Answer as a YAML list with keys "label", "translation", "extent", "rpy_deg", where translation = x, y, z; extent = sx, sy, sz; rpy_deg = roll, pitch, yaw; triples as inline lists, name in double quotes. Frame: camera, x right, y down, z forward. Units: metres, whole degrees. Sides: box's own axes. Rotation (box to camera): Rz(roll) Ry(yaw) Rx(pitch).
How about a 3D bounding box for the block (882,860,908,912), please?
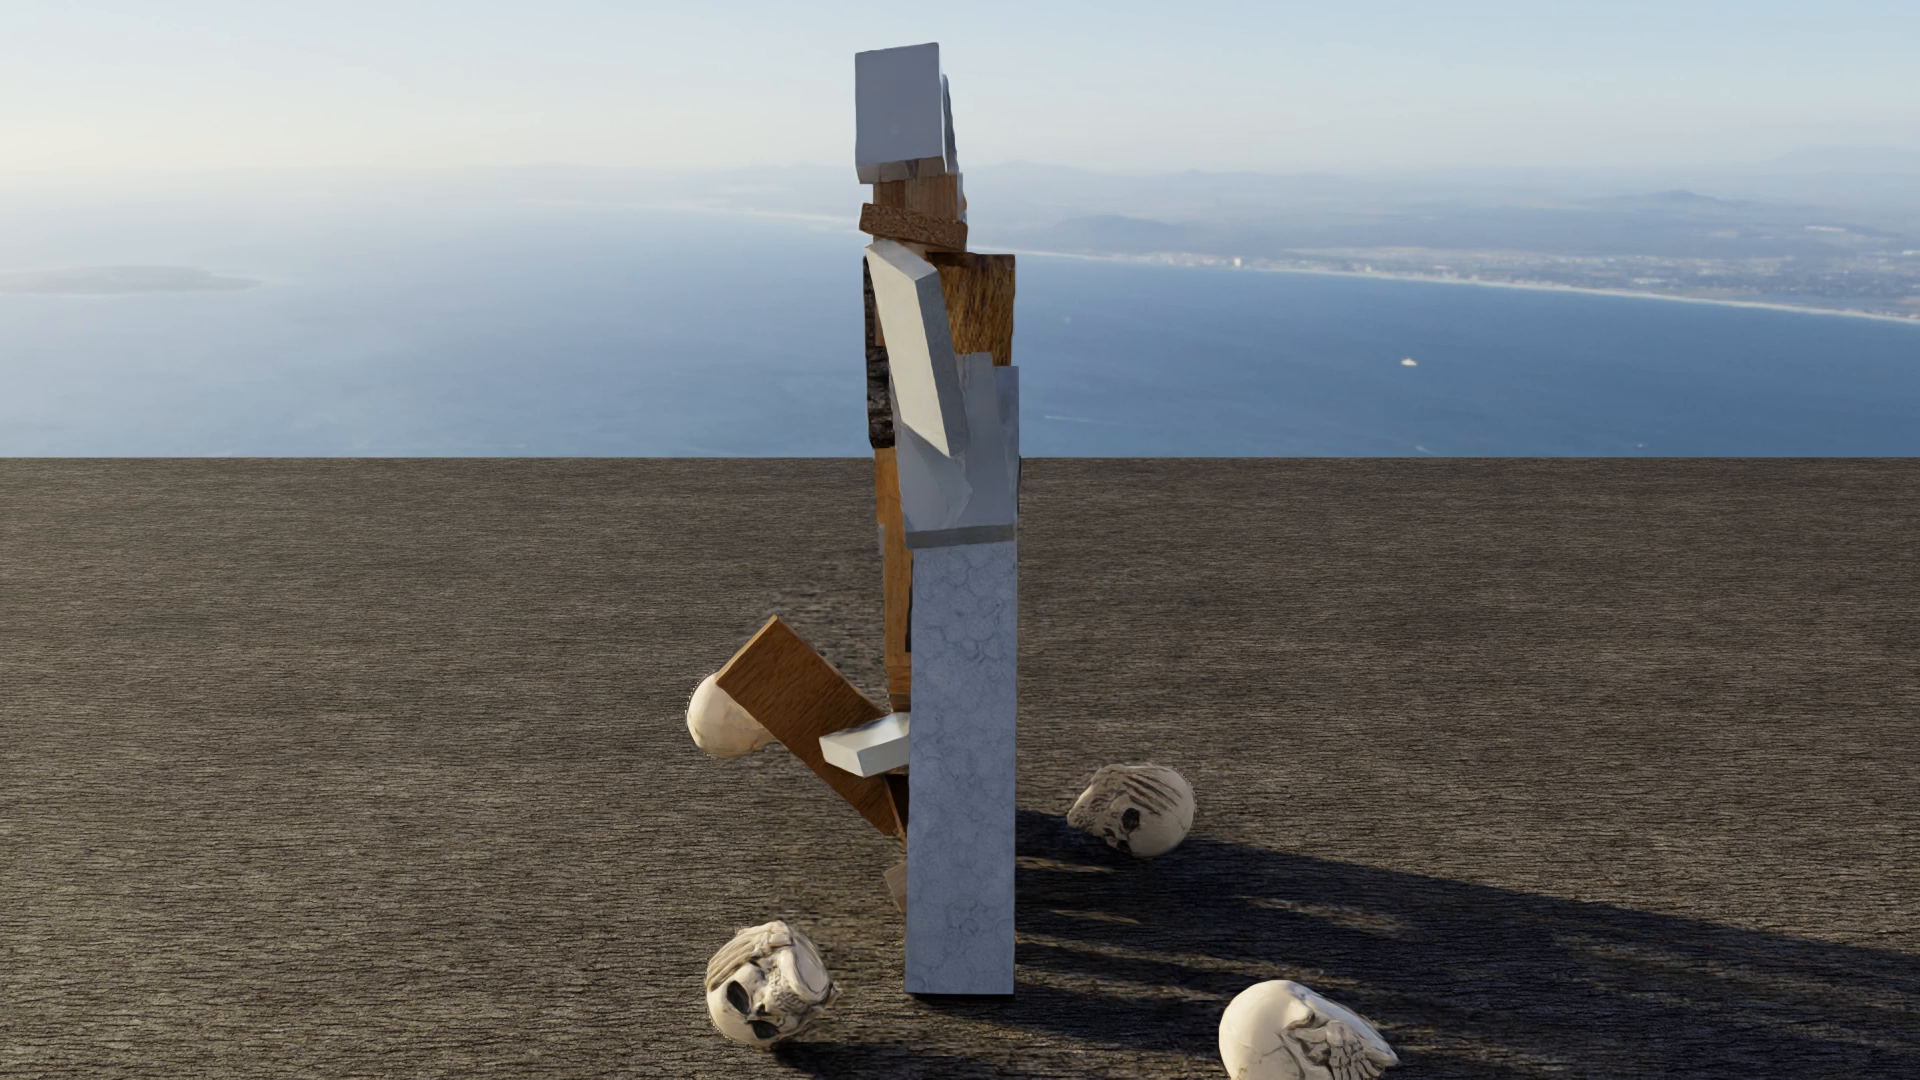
- label: "block"
  translation: [-0.045, 0.514, 3.386]
  extent: [0.133, 0.067, 0.019]
  rpy_deg: [-24, 1, -12]

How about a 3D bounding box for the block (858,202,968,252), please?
- label: "block"
  translation: [-0.065, -0.458, 3.231]
  extent: [0.138, 0.039, 0.275]
  rpy_deg: [11, 7, 2]

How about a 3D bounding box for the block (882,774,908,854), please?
- label: "block"
  translation: [-0.032, 0.482, 3.651]
  extent: [0.127, 0.036, 0.254]
  rpy_deg: [-12, 57, -14]

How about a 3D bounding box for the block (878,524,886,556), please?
- label: "block"
  translation: [-0.038, -0.044, 3.861]
  extent: [0.166, 0.047, 0.331]
  rpy_deg: [-1, 16, 6]

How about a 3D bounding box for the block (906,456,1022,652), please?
- label: "block"
  translation: [0.006, 0.021, 3.432]
  extent: [0.158, 0.317, 0.045]
  rpy_deg: [4, -15, 1]

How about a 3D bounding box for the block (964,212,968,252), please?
- label: "block"
  translation: [-0.034, -0.478, 3.850]
  extent: [0.093, 0.186, 0.026]
  rpy_deg: [0, 9, 12]

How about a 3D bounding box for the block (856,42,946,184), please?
- label: "block"
  translation: [-0.096, -0.686, 3.523]
  extent: [0.138, 0.039, 0.275]
  rpy_deg: [-6, 51, 5]

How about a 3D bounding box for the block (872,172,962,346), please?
- label: "block"
  translation: [-0.066, -0.448, 3.512]
  extent: [0.138, 0.275, 0.039]
  rpy_deg: [3, 16, 12]

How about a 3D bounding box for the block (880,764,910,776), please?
- label: "block"
  translation: [-0.075, 0.350, 3.647]
  extent: [0.127, 0.036, 0.254]
  rpy_deg: [-18, 4, -26]

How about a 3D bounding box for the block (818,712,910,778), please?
- label: "block"
  translation: [-0.123, 0.328, 3.556]
  extent: [0.151, 0.043, 0.301]
  rpy_deg: [-16, 3, -15]

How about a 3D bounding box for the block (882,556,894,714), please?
- label: "block"
  translation: [-0.041, 0.169, 3.806]
  extent: [0.166, 0.331, 0.047]
  rpy_deg: [-1, 17, 7]

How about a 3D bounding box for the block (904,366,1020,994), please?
- label: "block"
  translation: [0.006, 0.200, 3.321]
  extent: [0.158, 0.951, 0.045]
  rpy_deg: [0, -12, 2]

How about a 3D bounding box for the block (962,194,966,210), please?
- label: "block"
  translation: [-0.048, -0.567, 3.767]
  extent: [0.093, 0.026, 0.186]
  rpy_deg: [-1, 14, 8]

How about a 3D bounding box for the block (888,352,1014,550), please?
- label: "block"
  translation: [-0.016, -0.136, 3.277]
  extent: [0.158, 0.317, 0.045]
  rpy_deg: [-5, -33, -2]

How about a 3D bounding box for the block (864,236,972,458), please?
- label: "block"
  translation: [-0.058, -0.274, 3.137]
  extent: [0.039, 0.296, 0.138]
  rpy_deg: [-27, 39, -20]

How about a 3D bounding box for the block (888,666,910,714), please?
- label: "block"
  translation: [-0.035, 0.240, 3.515]
  extent: [0.151, 0.043, 0.302]
  rpy_deg: [0, -10, 0]

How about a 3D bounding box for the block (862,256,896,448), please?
- label: "block"
  translation: [-0.068, -0.316, 3.599]
  extent: [0.167, 0.335, 0.047]
  rpy_deg: [-5, -25, 4]

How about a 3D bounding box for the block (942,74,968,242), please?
- label: "block"
  translation: [-0.074, -0.622, 3.640]
  extent: [0.138, 0.275, 0.039]
  rpy_deg: [-6, 4, 7]

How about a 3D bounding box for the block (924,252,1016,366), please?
- label: "block"
  translation: [0.012, -0.320, 3.417]
  extent: [0.138, 0.275, 0.039]
  rpy_deg: [2, 41, 0]

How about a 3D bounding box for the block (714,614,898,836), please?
- label: "block"
  translation: [-0.221, 0.320, 3.785]
  extent: [0.407, 0.151, 0.043]
  rpy_deg: [43, 3, -13]

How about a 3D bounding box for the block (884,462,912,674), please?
- label: "block"
  translation: [-0.034, 0.044, 3.492]
  extent: [0.167, 0.335, 0.047]
  rpy_deg: [0, -9, 0]

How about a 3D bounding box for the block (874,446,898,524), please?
- label: "block"
  translation: [-0.059, -0.208, 3.700]
  extent: [0.167, 0.355, 0.047]
  rpy_deg: [-1, 6, 6]
